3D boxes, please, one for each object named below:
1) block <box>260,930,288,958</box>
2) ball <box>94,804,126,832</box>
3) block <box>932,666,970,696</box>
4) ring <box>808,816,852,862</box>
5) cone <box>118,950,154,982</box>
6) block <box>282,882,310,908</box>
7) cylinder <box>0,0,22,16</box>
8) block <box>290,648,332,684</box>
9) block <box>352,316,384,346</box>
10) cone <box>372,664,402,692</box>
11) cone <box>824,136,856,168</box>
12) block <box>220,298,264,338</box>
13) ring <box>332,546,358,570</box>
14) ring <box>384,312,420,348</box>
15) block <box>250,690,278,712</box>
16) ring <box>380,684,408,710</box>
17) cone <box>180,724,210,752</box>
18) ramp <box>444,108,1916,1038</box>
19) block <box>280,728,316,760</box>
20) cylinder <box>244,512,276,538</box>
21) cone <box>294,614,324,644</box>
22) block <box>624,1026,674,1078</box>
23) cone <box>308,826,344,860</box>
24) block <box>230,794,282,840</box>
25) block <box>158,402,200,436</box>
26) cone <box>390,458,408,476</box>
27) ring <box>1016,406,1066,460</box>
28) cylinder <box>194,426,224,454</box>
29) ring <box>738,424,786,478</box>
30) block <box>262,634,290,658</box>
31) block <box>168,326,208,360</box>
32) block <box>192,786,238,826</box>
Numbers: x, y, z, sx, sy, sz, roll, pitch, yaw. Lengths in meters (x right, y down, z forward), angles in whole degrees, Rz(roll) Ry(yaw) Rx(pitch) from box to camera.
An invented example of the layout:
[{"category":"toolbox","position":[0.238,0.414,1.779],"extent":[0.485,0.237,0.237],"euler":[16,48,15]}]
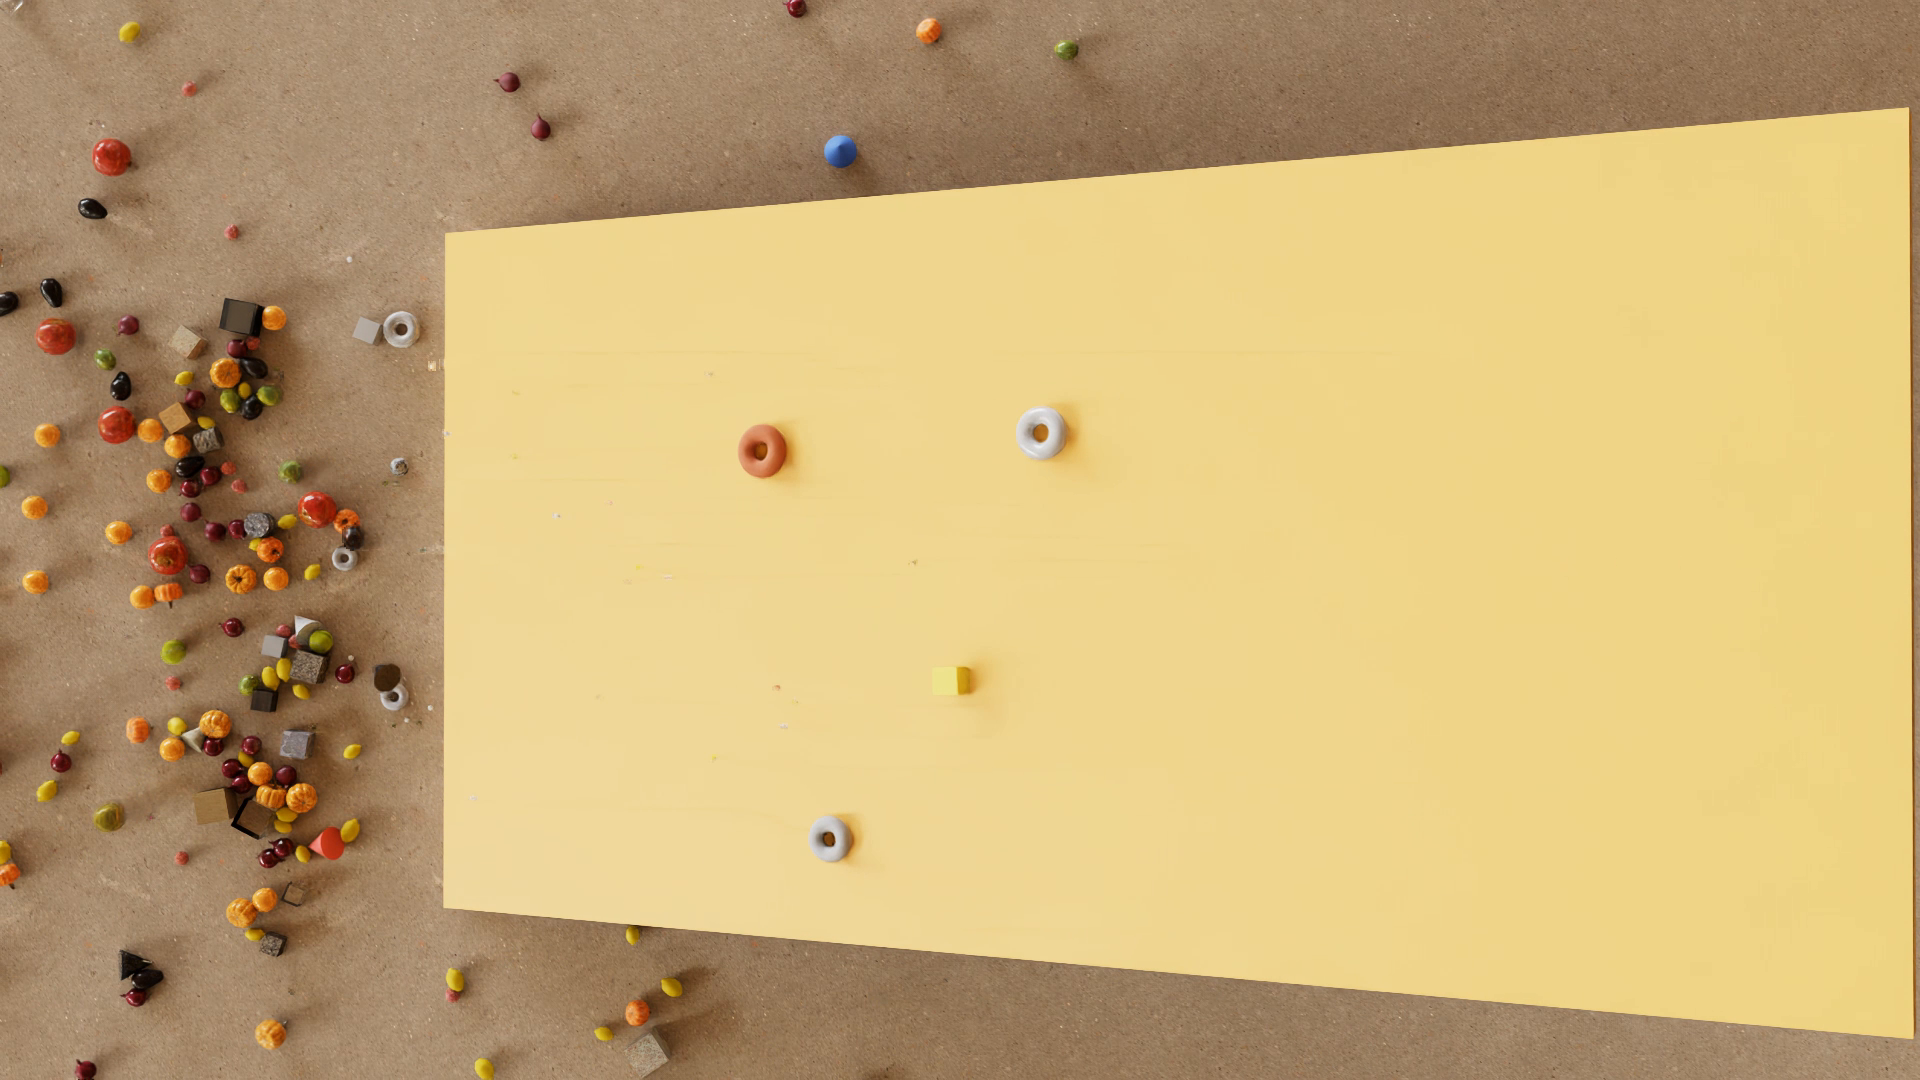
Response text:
[{"category":"block","position":[-2.051,1.208,6.573],"extent":[0.055,0.055,0.055],"euler":[20,89,0]},{"category":"ball","position":[-2.536,0.829,6.562],"extent":[0.085,0.085,0.085],"euler":[0,89,0]},{"category":"block","position":[-0.023,0.366,5.721],"extent":[0.071,0.071,0.071],"euler":[-3,88,27]},{"category":"ring","position":[-0.349,0.803,5.897],"extent":[0.126,0.042,0.126],"euler":[0,90,26]},{"category":"cone","position":[-2.461,1.268,6.578],"extent":[0.095,0.095,0.095],"euler":[0,89,-27]},{"category":"block","position":[-1.989,1.059,6.575],"extent":[0.053,0.053,0.053],"euler":[23,89,0]},{"category":"cylinder","position":[-2.855,-1.613,6.603],"extent":[0.055,0.055,0.055],"euler":[42,90,0]},{"category":"block","position":[-1.941,0.377,6.568],"extent":[0.082,0.082,0.082],"euler":[17,89,0]},{"category":"block","position":[-1.770,-0.625,6.588],"extent":[0.064,0.064,0.064],"euler":[21,89,0]},{"category":"cone","position":[-1.736,0.397,6.580],"extent":[0.090,0.090,0.090],"euler":[26,89,41]},{"category":"cone","position":[-0.359,-1.171,6.577],"extent":[0.098,0.098,0.098],"euler":[0,89,0]},{"category":"block","position":[-2.146,-0.665,6.574],"extent":[0.092,0.092,0.092],"euler":[11,89,0]},{"category":"ring","position":[-1.845,0.054,6.600],"extent":[0.077,0.026,0.077],"euler":[0,89,1]},{"category":"ring","position":[-1.676,-0.632,6.602],"extent":[0.110,0.037,0.110],"euler":[0,88,0]},{"category":"block","position":[-2.080,0.481,6.579],"extent":[0.059,0.059,0.059],"euler":[9,89,0]},{"category":"ring","position":[-1.695,0.470,6.594],"extent":[0.084,0.028,0.084],"euler":[0,89,1]},{"category":"cone","position":[-2.275,0.580,6.589],"extent":[0.082,0.082,0.082],"euler":[37,63,0]},{"category":"ramp","position":[0.279,0.079,5.667],"extent":[4.000,0.100,2.000],"euler":[0,89,27]},{"category":"block","position":[-1.978,0.610,6.570],"extent":[0.074,0.074,0.074],"euler":[10,89,0]},{"category":"cylinder","position":[-2.092,-0.045,6.576],"extent":[0.075,0.075,0.075],"euler":[0,89,0]},{"category":"cone","position":[-1.972,0.251,6.591],"extent":[0.089,0.089,0.089],"euler":[-47,63,0]},{"category":"block","position":[-0.928,1.525,6.548],"extent":[0.098,0.098,0.098],"euler":[-34,89,0]},{"category":"cone","position":[-1.915,0.913,6.581],"extent":[0.100,0.100,0.100],"euler":[-11,89,26]},{"category":"block","position":[-2.099,0.827,6.558],"extent":[0.092,0.092,0.092],"euler":[28,89,0]},{"category":"block","position":[-2.338,-0.363,6.582],"extent":[0.072,0.072,0.072],"euler":[-32,89,0]},{"category":"cone","position":[-1.686,-0.220,6.588],"extent":[0.056,0.056,0.056],"euler":[0,89,0]},{"category":"ring","position":[0.209,-0.273,5.624],"extent":[0.142,0.047,0.142],"euler":[-1,88,28]},{"category":"cylinder","position":[-2.249,-0.298,6.583],"extent":[0.066,0.066,0.066],"euler":[-20,89,0]},{"category":"ring","position":[-0.540,-0.243,6.000],"extent":[0.149,0.050,0.149],"euler":[-1,88,28]},{"category":"block","position":[-2.048,0.318,6.581],"extent":[0.058,0.058,0.058],"euler":[12,89,0]},{"category":"block","position":[-2.311,-0.591,6.584],"extent":[0.071,0.071,0.071],"euler":[36,89,0]},{"category":"block","position":[-2.218,0.790,6.558],"extent":[0.094,0.094,0.094],"euler":[-10,89,0]}]
